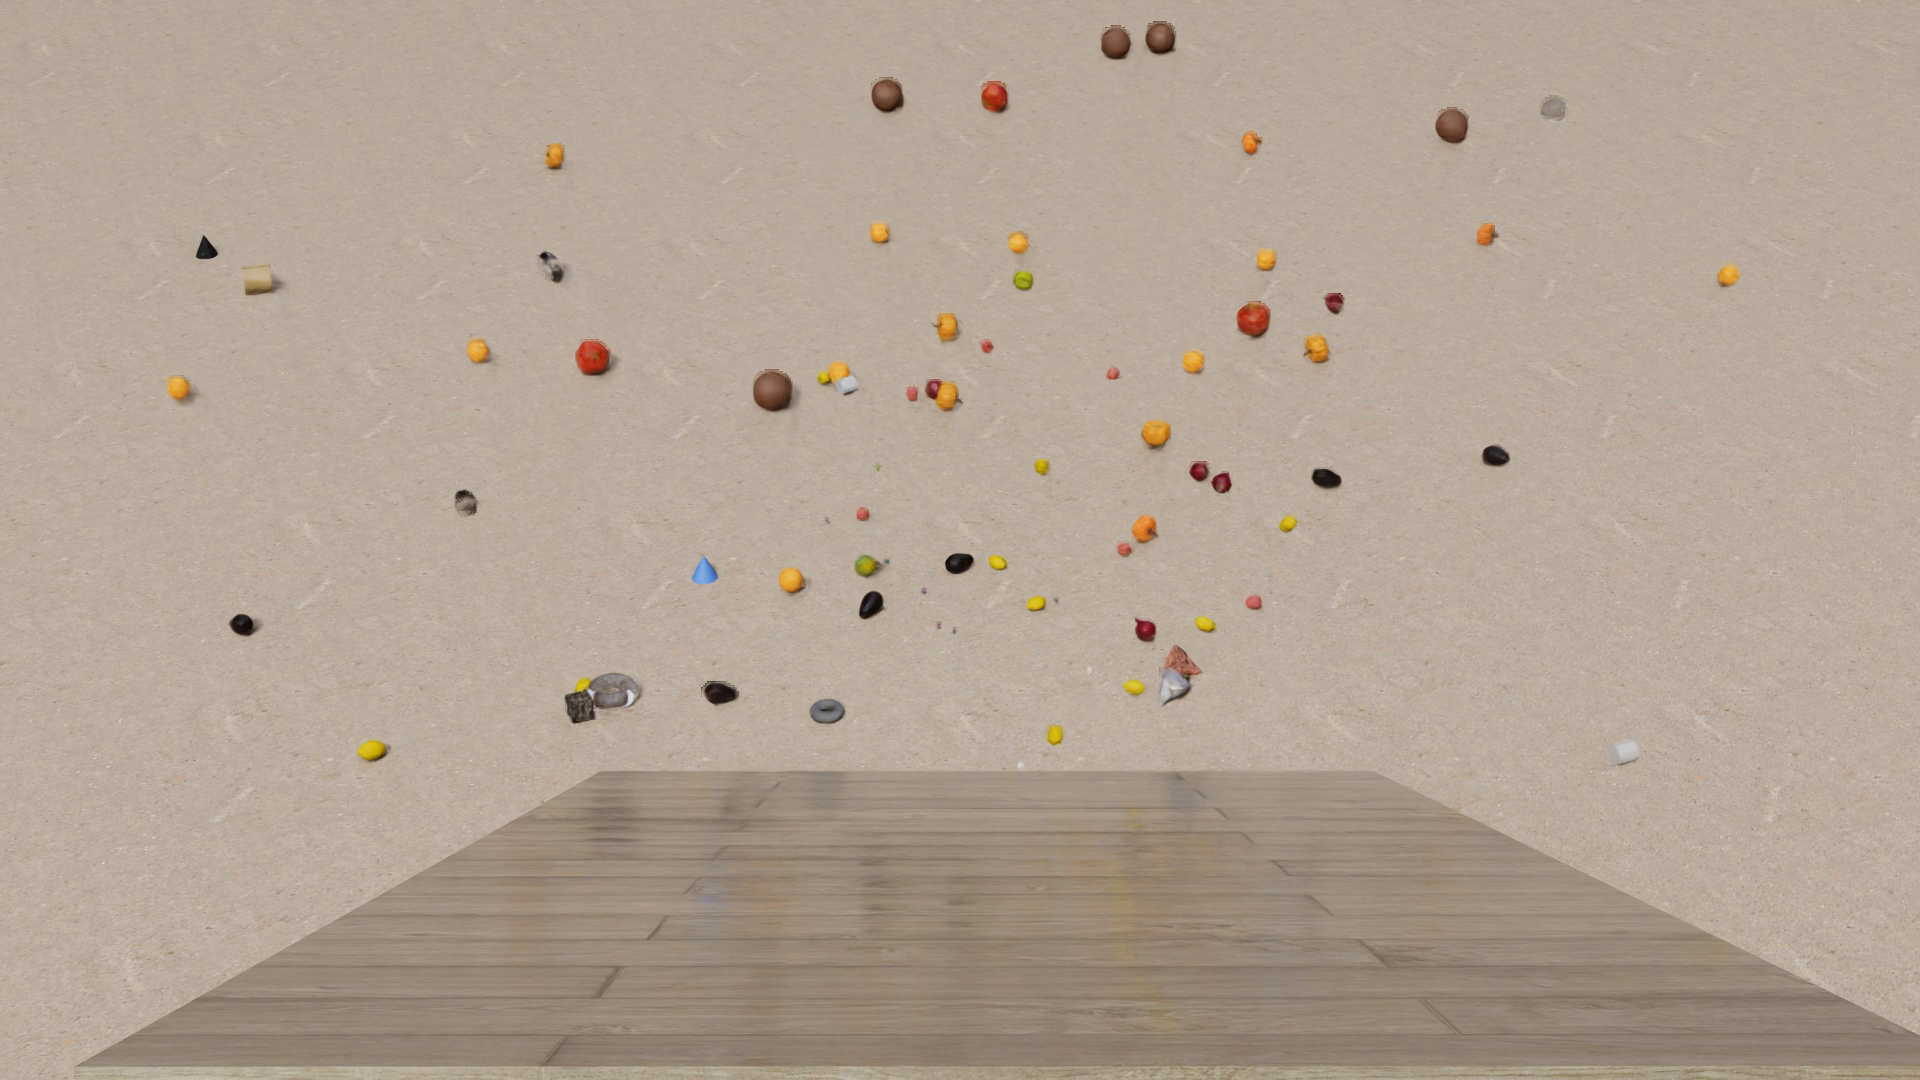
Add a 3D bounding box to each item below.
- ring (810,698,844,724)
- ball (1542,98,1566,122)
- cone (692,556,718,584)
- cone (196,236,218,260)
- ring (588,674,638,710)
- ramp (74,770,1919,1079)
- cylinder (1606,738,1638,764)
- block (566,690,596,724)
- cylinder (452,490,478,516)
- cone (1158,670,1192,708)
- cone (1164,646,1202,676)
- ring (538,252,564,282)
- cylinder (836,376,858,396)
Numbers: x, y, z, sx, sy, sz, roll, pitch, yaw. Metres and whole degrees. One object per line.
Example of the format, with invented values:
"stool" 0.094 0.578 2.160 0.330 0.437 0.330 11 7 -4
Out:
"ring" -0.363 0.466 7.057 0.094 0.031 0.094 0 33 0
"ball" 2.422 -1.752 10.561 0.099 0.099 0.099 0 32 0
"cone" -0.754 0.077 7.640 0.077 0.077 0.077 0 32 0
"cone" -2.768 -1.084 9.504 0.081 0.081 0.081 0 32 0
"ring" -0.955 0.416 7.122 0.143 0.048 0.143 1 32 -1
"ramp" 0.071 0.625 4.714 2.000 0.100 4.000 0 -1 0
"cylinder" 1.758 0.561 6.877 0.060 0.060 0.060 -12 34 -19
"block" -1.033 0.454 7.048 0.060 0.060 0.060 -14 34 -21
"cylinder" -1.521 -0.113 7.963 0.060 0.060 0.060 -15 53 -23
"cone" 0.571 0.422 7.117 0.095 0.095 0.095 22 64 31
"cone" 0.635 0.355 7.222 0.099 0.099 0.099 20 26 -20
"ring" -1.468 -0.978 9.296 0.041 0.123 0.123 -35 45 -26
"cylinder" -0.377 -0.513 8.611 0.054 0.054 0.054 -18 36 -28
